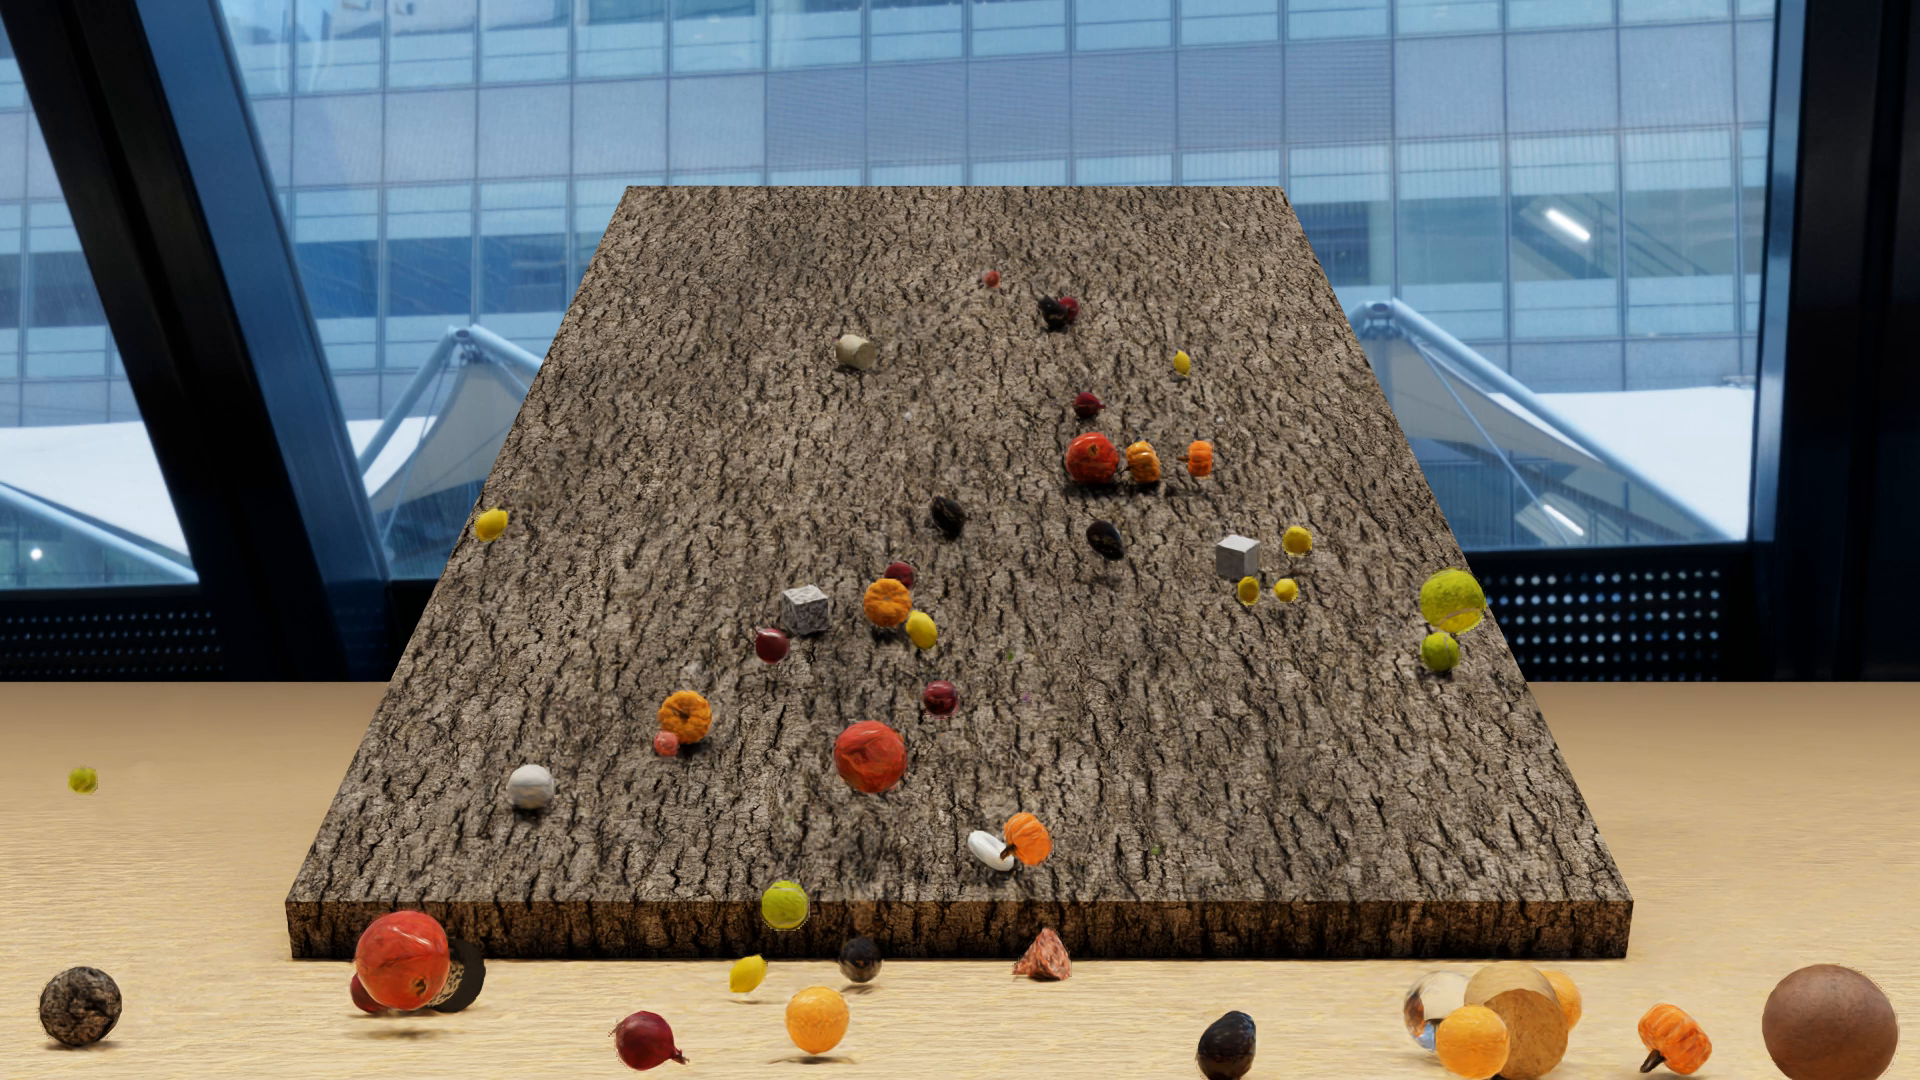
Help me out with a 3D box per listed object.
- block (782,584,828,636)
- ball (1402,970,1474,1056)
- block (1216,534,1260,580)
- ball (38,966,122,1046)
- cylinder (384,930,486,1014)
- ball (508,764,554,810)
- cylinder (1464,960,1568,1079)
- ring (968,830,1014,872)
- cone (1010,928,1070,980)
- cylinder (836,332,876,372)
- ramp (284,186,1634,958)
[{"bbox_3d":[-0.285,0.129,4.283,0.064,0.064,0.064,-12,27,-26],"label":"block"},{"bbox_3d":[0.533,0.520,2.554,0.092,0.092,0.092,0,-3,0],"label":"ball"},{"bbox_3d":[0.539,0.034,4.507,0.061,0.061,0.061,16,28,32],"label":"block"},{"bbox_3d":[-1.008,0.534,2.665,0.089,0.089,0.089,0,-3,0],"label":"ball"},{"bbox_3d":[-0.666,0.546,2.945,0.093,0.093,0.093,3,-3,-40],"label":"cylinder"},{"bbox_3d":[-0.679,0.391,3.679,0.072,0.072,0.072,0,-3,0],"label":"ball"},{"bbox_3d":[0.585,0.506,2.453,0.098,0.098,0.098,0,7,7],"label":"cylinder"},{"bbox_3d":[0.047,0.471,3.519,0.081,0.027,0.081,35,9,-7],"label":"ring"},{"bbox_3d":[0.101,0.594,3.256,0.076,0.076,0.076,-28,-15,23],"label":"cone"},{"bbox_3d":[-0.249,-0.451,5.581,0.072,0.072,0.072,3,25,-38],"label":"cylinder"},{"bbox_3d":[-0.008,-0.228,5.294,2.000,0.100,4.000,0,24,0],"label":"ramp"}]
